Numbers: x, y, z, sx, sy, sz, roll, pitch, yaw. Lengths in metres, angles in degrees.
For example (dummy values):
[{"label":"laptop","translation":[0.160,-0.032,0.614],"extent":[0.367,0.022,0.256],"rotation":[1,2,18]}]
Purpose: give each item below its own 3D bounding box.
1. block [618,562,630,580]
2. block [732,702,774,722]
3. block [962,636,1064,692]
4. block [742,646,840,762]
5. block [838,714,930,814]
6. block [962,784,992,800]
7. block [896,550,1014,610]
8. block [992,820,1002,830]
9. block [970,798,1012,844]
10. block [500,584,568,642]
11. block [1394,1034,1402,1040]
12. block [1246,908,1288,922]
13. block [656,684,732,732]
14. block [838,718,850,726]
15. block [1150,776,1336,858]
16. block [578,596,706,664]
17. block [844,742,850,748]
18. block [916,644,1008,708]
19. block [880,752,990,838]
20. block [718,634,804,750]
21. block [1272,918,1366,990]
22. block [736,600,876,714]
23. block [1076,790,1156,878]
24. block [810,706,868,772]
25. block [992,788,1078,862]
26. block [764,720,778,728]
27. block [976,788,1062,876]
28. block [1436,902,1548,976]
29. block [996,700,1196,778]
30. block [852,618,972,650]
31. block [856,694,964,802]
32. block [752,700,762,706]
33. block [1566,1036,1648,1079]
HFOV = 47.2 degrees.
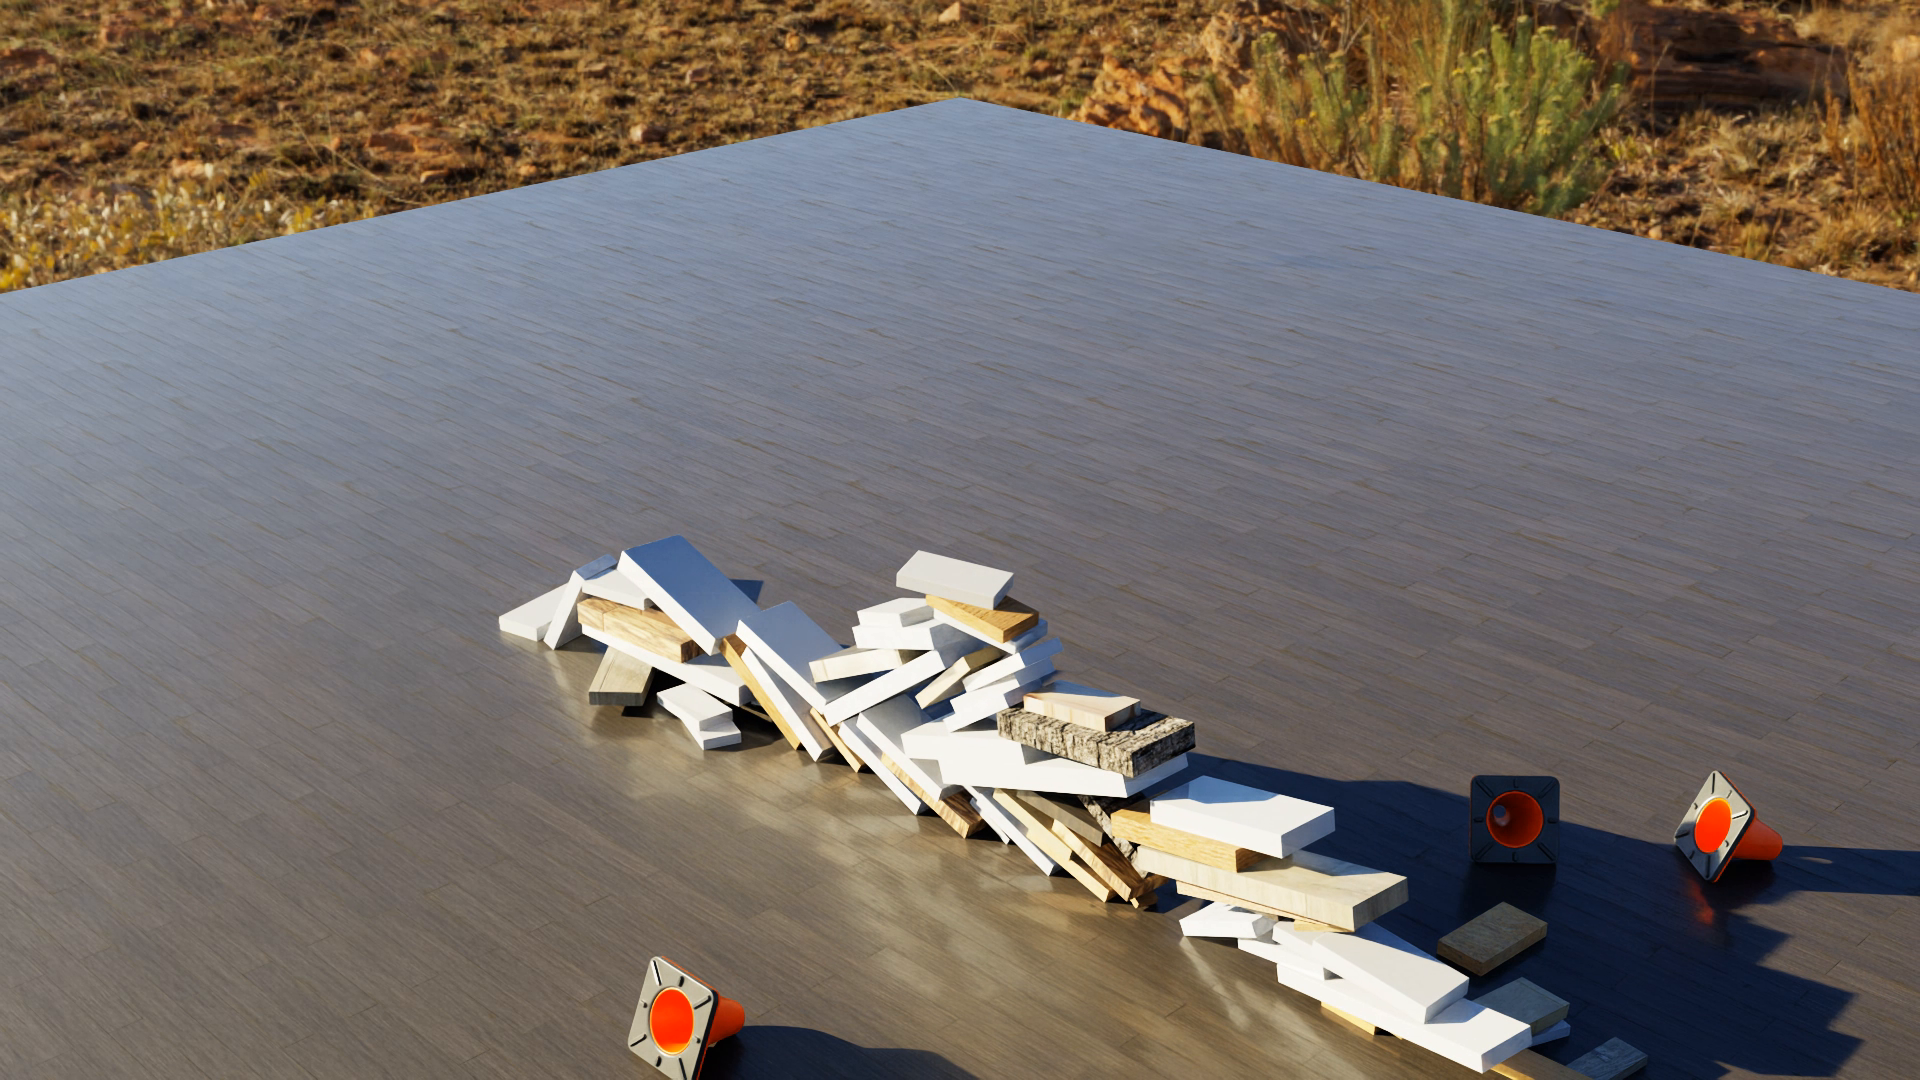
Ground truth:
[{"label":"block","translation":[-0.678,0.093,4.974],"extent":[0.183,0.026,0.091],"rotation":[36,36,23]},{"label":"block","translation":[-0.440,0.369,4.829],"extent":[0.113,0.016,0.057],"rotation":[15,27,31]},{"label":"block","translation":[0.100,0.239,4.209],"extent":[0.101,0.029,0.203],"rotation":[-20,-5,-37]},{"label":"block","translation":[-0.330,0.330,4.734],"extent":[0.145,0.041,0.290],"rotation":[-20,63,-40]},{"label":"block","translation":[-0.122,0.449,4.535],"extent":[0.126,0.036,0.251],"rotation":[-21,53,-41]},{"label":"block","translation":[0.058,0.504,4.377],"extent":[0.057,0.016,0.114],"rotation":[-22,52,-41]},{"label":"block","translation":[-0.009,0.077,4.243],"extent":[0.202,0.029,0.101],"rotation":[13,32,20]},{"label":"block","translation":[0.124,0.573,4.341],"extent":[0.114,0.016,0.057],"rotation":[37,41,26]},{"label":"block","translation":[0.078,0.549,4.380],"extent":[0.057,0.016,0.114],"rotation":[-22,59,-42]},{"label":"block","translation":[-0.984,0.173,5.311],"extent":[0.118,0.033,0.236],"rotation":[14,27,30]},{"label":"block","translation":[0.733,0.812,3.782],"extent":[0.058,0.016,0.115],"rotation":[-18,32,-37]},{"label":"block","translation":[0.552,0.649,3.897],"extent":[0.049,0.014,0.097],"rotation":[-20,15,-27]},{"label":"block","translation":[-0.581,0.364,4.810],"extent":[0.085,0.024,0.171],"rotation":[-17,29,-35]},{"label":"block","translation":[-0.230,0.366,4.650],"extent":[0.168,0.024,0.084],"rotation":[36,40,28]},{"label":"block","translation":[0.502,0.491,3.921],"extent":[0.149,0.042,0.299],"rotation":[-18,19,-41]},{"label":"block","translation":[-0.692,0.185,4.996],"extent":[0.334,0.047,0.167],"rotation":[18,29,35]},{"label":"block","translation":[-0.155,0.451,4.602],"extent":[0.084,0.024,0.168],"rotation":[-21,49,-41]},{"label":"block","translation":[0.002,0.266,4.314],"extent":[0.100,0.028,0.200],"rotation":[-20,-14,-38]},{"label":"block","translation":[-0.028,0.490,4.456],"extent":[0.126,0.036,0.251],"rotation":[-22,51,-42]},{"label":"block","translation":[-0.381,0.309,4.784],"extent":[0.145,0.041,0.290],"rotation":[-22,65,-41]},{"label":"block","translation":[0.656,0.703,3.812],"extent":[0.203,0.029,0.102],"rotation":[25,35,38]},{"label":"block","translation":[-0.330,0.249,4.712],"extent":[0.145,0.041,0.290],"rotation":[-21,50,-41]},{"label":"block","translation":[0.324,0.529,4.114],"extent":[0.108,0.031,0.217],"rotation":[-14,51,-38]},{"label":"block","translation":[-0.235,0.409,4.662],"extent":[0.084,0.024,0.168],"rotation":[-22,61,-41]},{"label":"block","translation":[0.175,0.530,4.256],"extent":[0.105,0.030,0.211],"rotation":[-20,47,-40]},{"label":"block","translation":[-0.375,0.396,4.806],"extent":[0.057,0.016,0.113],"rotation":[-21,31,-40]},{"label":"block","translation":[0.143,0.557,4.308],"extent":[0.105,0.030,0.211],"rotation":[-22,54,-41]},{"label":"block","translation":[0.972,0.726,4.013],"extent":[0.196,0.028,0.098],"rotation":[-19,29,-37]},{"label":"block","translation":[0.251,0.353,4.098],"extent":[0.171,0.049,0.343],"rotation":[-20,22,-40]},{"label":"block","translation":[-0.072,0.175,4.393],"extent":[0.153,0.043,0.305],"rotation":[-18,7,-31]},{"label":"block","translation":[-0.080,0.420,4.468],"extent":[0.126,0.036,0.251],"rotation":[-21,50,-41]},{"label":"block","translation":[-0.393,0.354,4.821],"extent":[0.113,0.016,0.057],"rotation":[14,27,18]},{"label":"block","translation":[1.078,0.877,3.670],"extent":[0.133,0.019,0.067],"rotation":[-17,28,-34]}]
